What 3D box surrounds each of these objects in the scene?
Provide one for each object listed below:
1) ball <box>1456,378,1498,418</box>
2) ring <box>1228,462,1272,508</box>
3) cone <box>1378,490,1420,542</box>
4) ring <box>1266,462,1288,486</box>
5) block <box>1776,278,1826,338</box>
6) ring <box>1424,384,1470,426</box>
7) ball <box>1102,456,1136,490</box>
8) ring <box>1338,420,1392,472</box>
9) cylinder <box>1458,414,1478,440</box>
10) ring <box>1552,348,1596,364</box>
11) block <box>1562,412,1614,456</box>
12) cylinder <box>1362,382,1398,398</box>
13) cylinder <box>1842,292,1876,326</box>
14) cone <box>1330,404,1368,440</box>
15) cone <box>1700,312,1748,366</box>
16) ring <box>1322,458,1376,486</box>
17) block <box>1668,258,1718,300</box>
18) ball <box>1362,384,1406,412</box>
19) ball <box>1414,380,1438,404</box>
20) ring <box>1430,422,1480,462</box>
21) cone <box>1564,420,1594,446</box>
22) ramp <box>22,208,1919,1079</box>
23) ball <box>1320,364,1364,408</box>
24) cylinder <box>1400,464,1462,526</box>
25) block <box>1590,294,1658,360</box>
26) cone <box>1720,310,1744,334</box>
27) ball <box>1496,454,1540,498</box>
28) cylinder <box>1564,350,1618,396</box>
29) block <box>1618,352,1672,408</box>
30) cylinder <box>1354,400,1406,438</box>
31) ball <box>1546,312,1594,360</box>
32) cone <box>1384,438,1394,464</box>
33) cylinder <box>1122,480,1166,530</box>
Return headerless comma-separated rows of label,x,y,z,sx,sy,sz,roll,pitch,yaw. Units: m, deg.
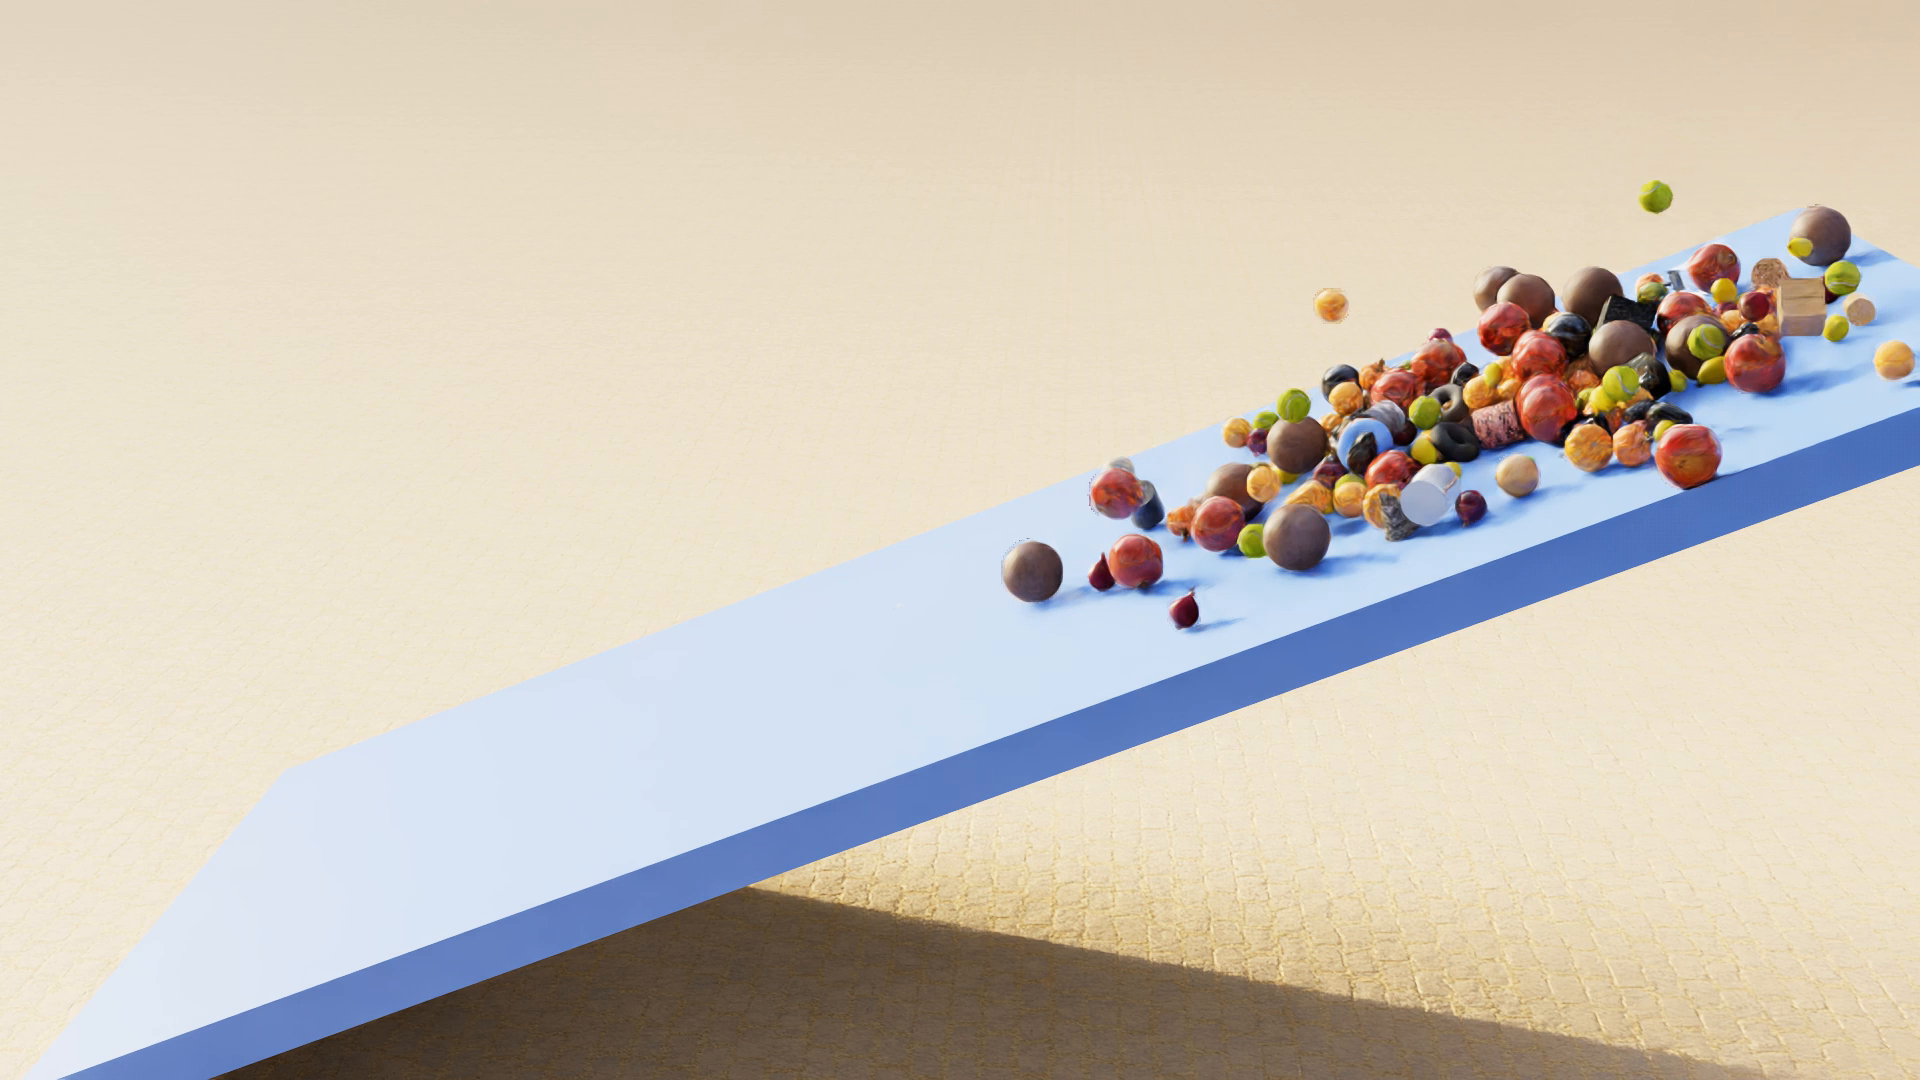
ball,1.082,-0.293,6.183,0.098,0.098,0.098,0,13,0
ring,0.616,-0.118,6.254,0.039,0.117,0.117,45,33,19
cone,0.817,-0.061,5.563,0.092,0.092,0.092,-34,23,16
ring,0.666,-0.140,6.402,0.098,0.033,0.098,-21,13,5
block,1.584,-0.438,5.537,0.080,0.080,0.080,-2,-25,9
ring,0.997,-0.274,6.027,0.103,0.103,0.034,12,-26,42
ball,0.371,-0.157,6.884,0.081,0.081,0.081,0,13,0
ring,0.814,-0.189,5.914,0.116,0.116,0.039,9,-17,32
cylinder,1.035,-0.226,6.033,0.053,0.053,0.053,43,5,-14
ring,1.344,-0.416,6.412,0.115,0.038,0.115,-20,12,4
block,1.206,-0.205,5.654,0.060,0.060,0.060,-32,16,-39
cylinder,0.951,-0.324,6.636,0.065,0.065,0.065,-4,7,-14
cylinder,1.765,-0.454,5.775,0.055,0.055,0.055,2,19,8
cone,0.852,-0.253,6.288,0.090,0.090,0.090,18,28,-10
cone,1.527,-0.417,5.937,0.098,0.098,0.098,-21,12,5
ring,0.819,-0.152,6.155,0.128,0.043,0.128,-20,13,5
block,1.634,-0.582,6.559,0.068,0.068,0.068,-25,12,-17
ball,0.918,-0.289,6.373,0.096,0.096,0.096,0,13,0
ball,1.035,-0.329,6.526,0.056,0.056,0.056,0,13,0
ring,0.998,-0.198,5.934,0.108,0.036,0.108,18,36,-14
cone,1.218,-0.208,5.740,0.052,0.052,0.052,2,11,-29
ramp,0.121,0.175,6.293,4.000,0.100,2.000,-20,12,7
ball,0.835,-0.337,6.417,0.096,0.096,0.096,0,13,0
cylinder,0.885,-0.085,5.528,0.091,0.091,0.091,7,25,26
block,1.364,-0.435,6.043,0.097,0.097,0.097,19,-7,5
cone,1.585,-0.437,6.100,0.056,0.056,0.056,20,44,-21
ball,1.045,-0.120,5.513,0.081,0.081,0.081,0,13,0
cylinder,1.299,-0.343,6.053,0.082,0.082,0.082,13,21,43
block,1.341,-0.314,5.758,0.066,0.066,0.066,25,-46,-33
cylinder,0.870,-0.240,6.098,0.077,0.077,0.077,12,32,42
ball,1.251,-0.418,6.040,0.096,0.096,0.096,0,13,0
cone,0.888,-0.194,6.107,0.054,0.054,0.054,10,56,37
cylinder,0.400,-0.077,6.409,0.077,0.077,0.077,-13,47,15
